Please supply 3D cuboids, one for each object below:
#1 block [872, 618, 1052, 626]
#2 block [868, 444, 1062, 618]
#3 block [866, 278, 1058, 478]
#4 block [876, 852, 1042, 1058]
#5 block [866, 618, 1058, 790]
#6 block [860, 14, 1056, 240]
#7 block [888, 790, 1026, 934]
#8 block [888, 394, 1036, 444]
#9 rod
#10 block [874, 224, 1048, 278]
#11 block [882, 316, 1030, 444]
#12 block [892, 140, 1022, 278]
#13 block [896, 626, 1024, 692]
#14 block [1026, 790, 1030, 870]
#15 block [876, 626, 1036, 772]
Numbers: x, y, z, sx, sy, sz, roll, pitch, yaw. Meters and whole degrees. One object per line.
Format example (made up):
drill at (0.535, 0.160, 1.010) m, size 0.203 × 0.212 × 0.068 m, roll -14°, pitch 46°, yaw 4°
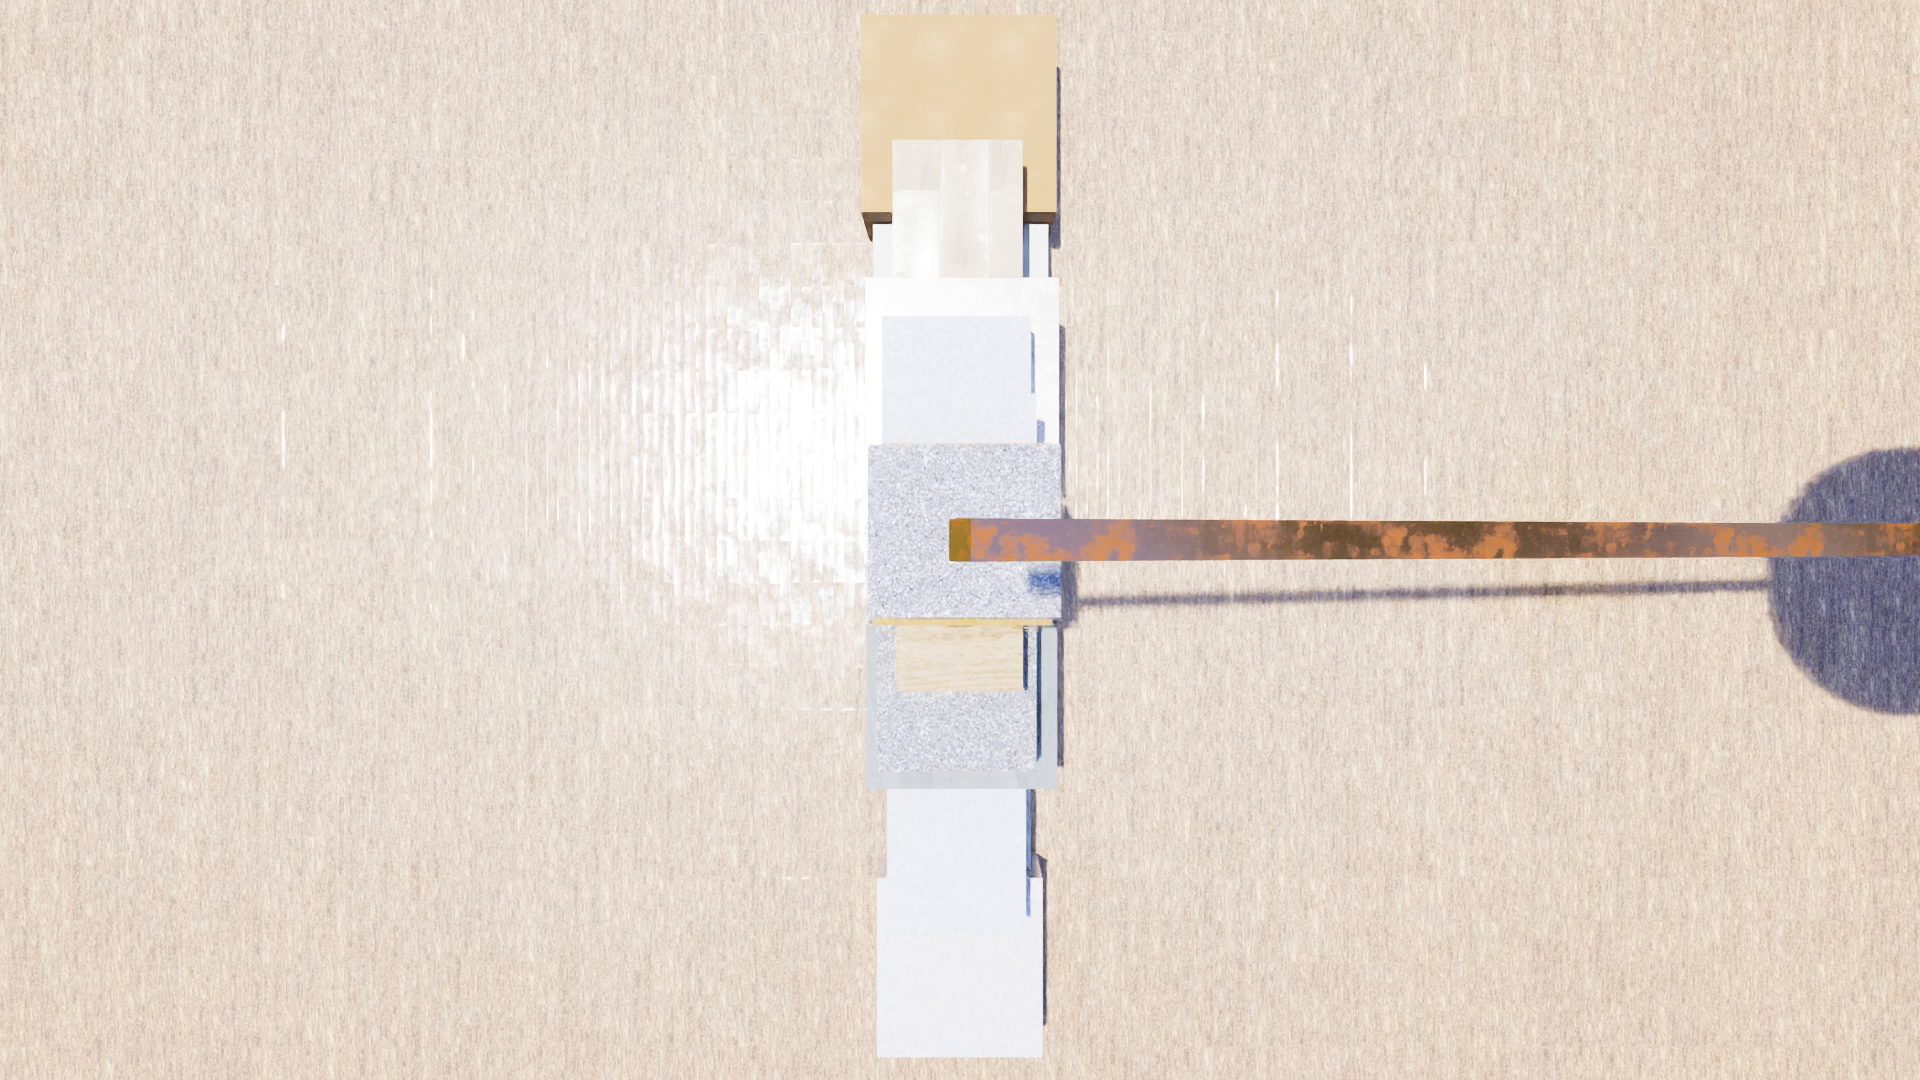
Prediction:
block at (0.009, -0.003, 9.317) m, size 0.722 × 0.834 × 0.721 m, roll 0°, pitch 89°, yaw 0°
block at (0.016, -0.023, 8.499) m, size 0.713 × 0.801 × 0.641 m, roll 0°, pitch 89°, yaw 0°
block at (0.012, -0.826, 11.655) m, size 0.980 × 0.988 × 1.011 m, roll 0°, pitch 90°, yaw 0°
block at (-0.002, 2.341, 12.520) m, size 0.907 × 0.961 × 0.983 m, roll 0°, pitch 90°, yaw 0°
block at (0.009, 0.846, 11.582) m, size 0.971 × 0.782 × 0.844 m, roll 0°, pitch 90°, yaw 0°
block at (-0.007, -2.301, 12.427) m, size 1.054 × 1.147 × 1.064 m, roll 0°, pitch 90°, yaw 0°
block at (-0.018, 1.655, 11.689) m, size 0.715 × 0.706 × 0.765 m, roll 0°, pitch 89°, yaw 0°
block at (0.008, -0.283, 10.129) m, size 0.668 × 0.625 × 0.732 m, roll 0°, pitch 89°, yaw 0°
rod at (2.234, 0.000, 5.387) m, size 5.200 × 0.080 × 0.080 m, roll 0°, pitch 90°, yaw -31°
block at (0.004, -1.322, 12.609) m, size 0.973 × 0.781 × 0.873 m, roll 0°, pitch 90°, yaw 0°
block at (-0.017, -0.707, 10.847) m, size 0.715 × 0.629 × 0.734 m, roll 0°, pitch 90°, yaw 0°
block at (-0.012, -1.687, 11.511) m, size 0.659 × 0.687 × 0.701 m, roll 0°, pitch 91°, yaw 0°
block at (-0.002, 0.386, 10.053) m, size 0.560 × 0.657 × 0.583 m, roll 0°, pitch 89°, yaw 0°
block at (0.008, 1.397, 12.638) m, size 0.771 × 0.725 × 0.887 m, roll 0°, pitch 90°, yaw 0°
block at (-0.016, 0.688, 10.787) m, size 0.754 × 0.785 × 0.794 m, roll 0°, pitch 92°, yaw 0°
